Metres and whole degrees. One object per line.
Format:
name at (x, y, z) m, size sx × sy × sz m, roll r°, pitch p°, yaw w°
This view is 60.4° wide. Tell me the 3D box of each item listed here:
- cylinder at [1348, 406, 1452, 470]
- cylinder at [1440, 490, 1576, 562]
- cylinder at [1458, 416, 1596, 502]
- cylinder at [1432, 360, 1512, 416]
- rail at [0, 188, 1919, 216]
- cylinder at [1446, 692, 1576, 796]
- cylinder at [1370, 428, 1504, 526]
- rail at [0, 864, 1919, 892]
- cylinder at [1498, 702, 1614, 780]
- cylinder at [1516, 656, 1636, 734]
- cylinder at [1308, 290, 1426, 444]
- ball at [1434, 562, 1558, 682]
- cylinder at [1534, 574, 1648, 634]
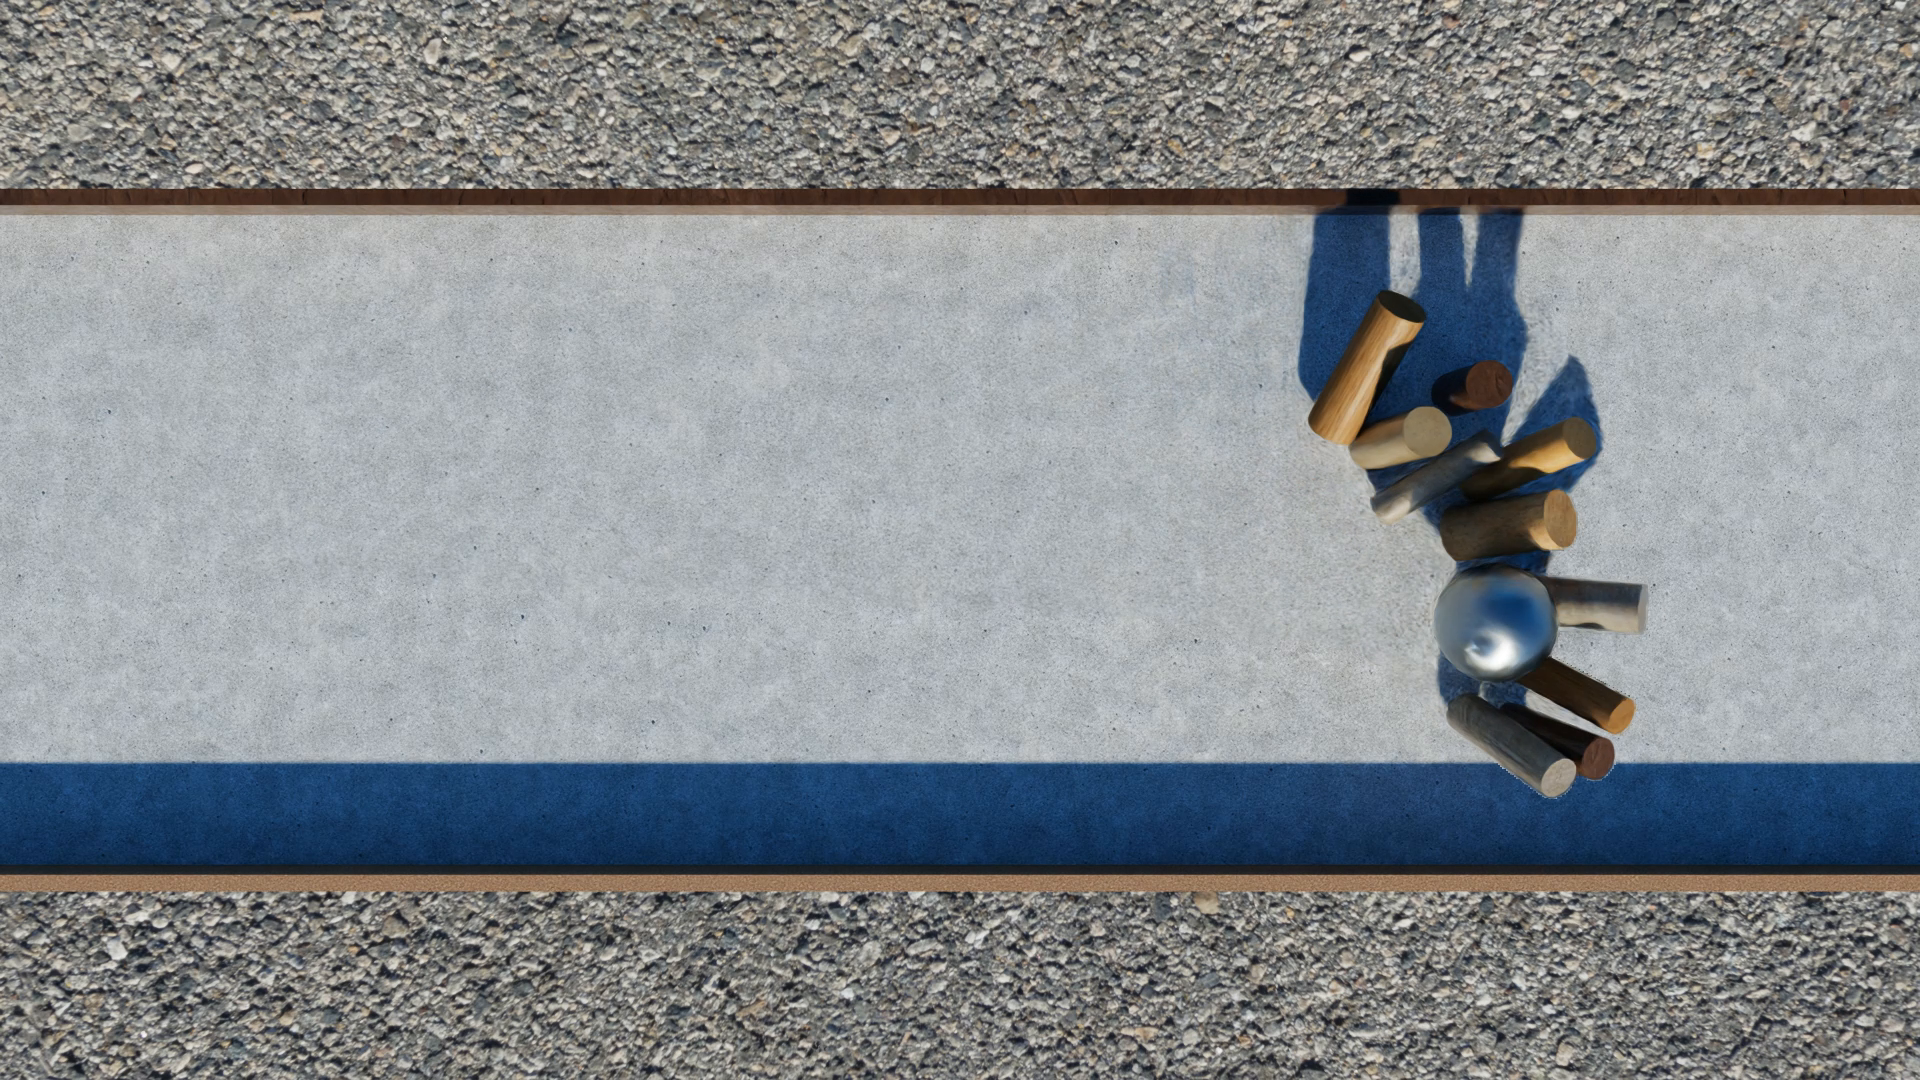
cylinder at (1.290, -0.296, 4.858) m, size 0.145 × 0.422 × 0.145 m, roll 0°, pitch 87°, yaw -7°
cylinder at (1.622, -0.041, 4.888) m, size 0.171 × 0.347 × 0.171 m, roll 7°, pitch 79°, yaw -38°
cylinder at (1.663, -0.232, 4.859) m, size 0.126 × 0.431 × 0.126 m, roll 8°, pitch 71°, yaw -24°
cylinder at (1.518, -0.448, 4.903) m, size 0.136 × 0.346 × 0.136 m, roll 0°, pitch 90°, yaw 0°
rail at (-2.247, -1.025, 5.002) m, size 12.000 × 0.150 × 0.050 m, roll 0°, pitch 90°, yaw 0°
cylinder at (1.621, 0.599, 4.870) m, size 0.125 × 0.414 × 0.125 m, roll -10°, pitch 117°, yaw -22°
cylinder at (1.421, -0.185, 4.926) m, size 0.399 × 0.103 × 0.103 m, roll -35°, pitch 90°, yaw 33°
rail at (-2.247, 1.025, 5.001) m, size 12.000 × 0.150 × 0.050 m, roll 0°, pitch 90°, yaw 0°
cylinder at (1.753, 0.591, 4.887) m, size 0.125 × 0.362 × 0.125 m, roll -6°, pitch 103°, yaw -24°
cylinder at (1.789, 0.432, 4.883) m, size 0.113 × 0.409 × 0.113 m, roll -15°, pitch 119°, yaw -28°
cylinder at (1.199, -0.505, 4.879) m, size 0.155 × 0.155 × 0.453 m, roll 24°, pitch 127°, yaw 0°
ball at (1.548, 0.239, 4.769) m, size 0.345 × 0.345 × 0.345 m, roll 0°, pitch 90°, yaw 0°
cylinder at (1.791, 0.184, 4.898) m, size 0.444 × 0.146 × 0.146 m, roll 5°, pitch 90°, yaw 31°
